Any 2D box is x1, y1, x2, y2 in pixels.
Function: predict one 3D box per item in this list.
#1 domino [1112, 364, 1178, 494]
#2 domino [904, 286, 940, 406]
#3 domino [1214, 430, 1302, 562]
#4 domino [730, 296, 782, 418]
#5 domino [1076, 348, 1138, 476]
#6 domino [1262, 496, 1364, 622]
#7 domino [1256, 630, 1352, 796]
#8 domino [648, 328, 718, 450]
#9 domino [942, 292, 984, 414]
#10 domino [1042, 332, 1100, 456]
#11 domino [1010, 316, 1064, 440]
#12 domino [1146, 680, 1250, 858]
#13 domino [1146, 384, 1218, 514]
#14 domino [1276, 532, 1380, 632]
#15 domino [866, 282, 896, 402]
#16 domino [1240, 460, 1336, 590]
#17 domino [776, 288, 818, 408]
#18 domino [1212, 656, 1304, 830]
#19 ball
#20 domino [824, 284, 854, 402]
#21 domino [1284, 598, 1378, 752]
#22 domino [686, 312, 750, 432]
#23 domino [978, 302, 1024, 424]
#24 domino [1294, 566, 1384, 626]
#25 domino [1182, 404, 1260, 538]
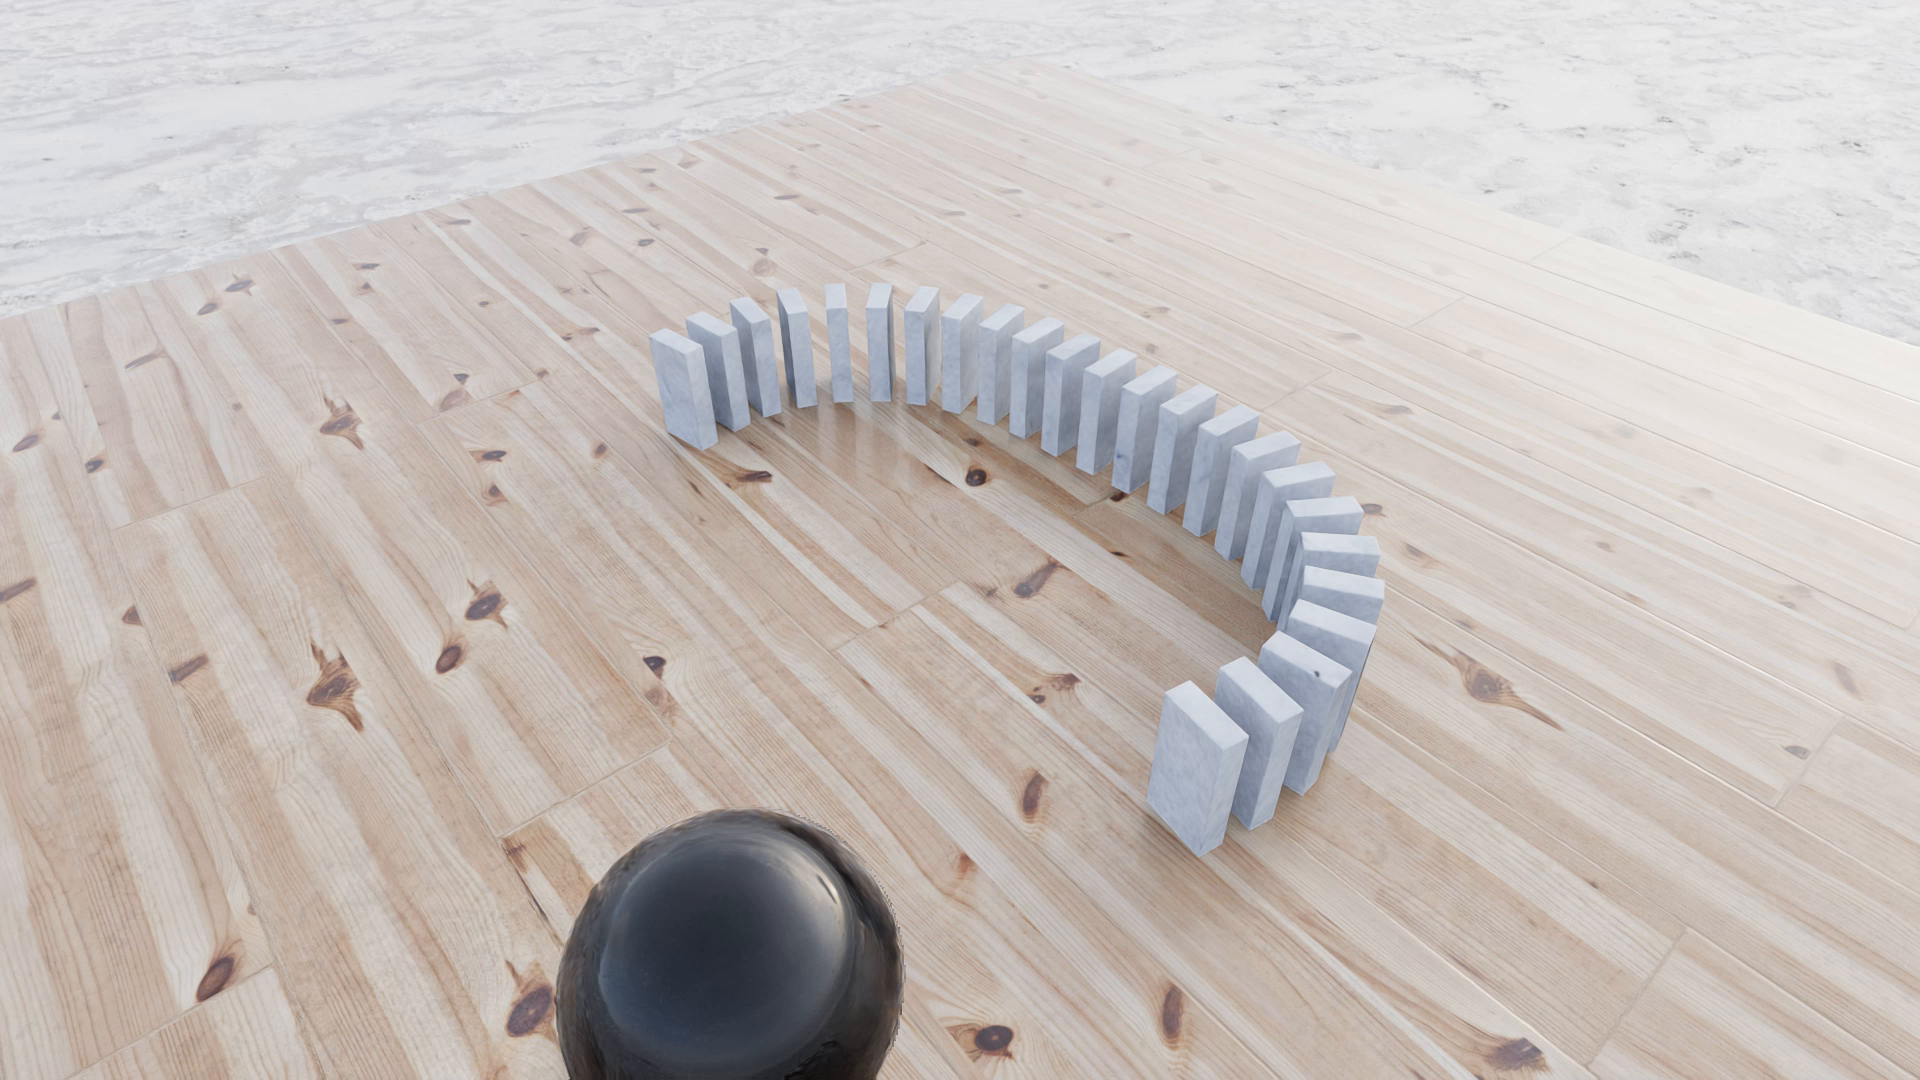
[{"bbox_3d":[0.078,-0.047,0.469,0.025,0.050,0.010,-32,49,-33],"label":"domino"},{"bbox_3d":[-0.018,-0.092,0.524,0.010,0.050,0.025,10,40,12],"label":"domino"},{"bbox_3d":[0.116,-0.017,0.432,0.025,0.050,0.010,-18,43,-20],"label":"domino"},{"bbox_3d":[-0.096,-0.086,0.516,0.010,0.050,0.025,-21,44,-24],"label":"domino"},{"bbox_3d":[0.064,-0.056,0.479,0.009,0.050,0.025,31,48,32],"label":"domino"},{"bbox_3d":[0.128,0.008,0.402,0.025,0.050,0.009,-4,40,-5],"label":"domino"},{"bbox_3d":[0.104,0.055,0.345,0.025,0.050,0.009,31,49,32],"label":"domino"},{"bbox_3d":[-0.124,-0.067,0.494,0.025,0.050,0.010,28,47,30],"label":"domino"},{"bbox_3d":[0.001,-0.088,0.519,0.010,0.050,0.025,17,42,20],"label":"domino"},{"bbox_3d":[0.049,-0.065,0.490,0.025,0.050,0.009,-32,49,-33],"label":"domino"},{"bbox_3d":[0.035,-0.074,0.501,0.009,0.050,0.025,30,48,32],"label":"domino"},{"bbox_3d":[0.070,0.069,0.328,0.010,0.050,0.025,-21,44,-24],"label":"domino"},{"bbox_3d":[0.092,-0.037,0.457,0.025,0.050,0.010,-30,48,-31],"label":"domino"},{"bbox_3d":[0.128,0.020,0.387,0.025,0.050,0.009,4,39,5],"label":"domino"},{"bbox_3d":[-0.038,-0.094,0.527,0.009,0.050,0.025,2,39,3],"label":"domino"},{"bbox_3d":[0.124,-0.005,0.418,0.025,0.050,0.009,-11,41,-13],"label":"domino"},{"bbox_3d":[-0.077,-0.091,0.523,0.009,0.050,0.025,-13,41,-15],"label":"domino"},{"bbox_3d":[0.088,0.062,0.335,0.009,0.050,0.025,-21,44,-23],"label":"domino"},{"bbox_3d":[-0.053,0.104,0.260,0.080,0.080,0.080,0,39,0],"label":"ball"},{"bbox_3d":[-0.058,-0.094,0.526,0.010,0.050,0.025,-4,40,-5],"label":"domino"},{"bbox_3d":[0.116,0.045,0.357,0.025,0.050,0.010,21,44,23],"label":"domino"},{"bbox_3d":[-0.111,-0.077,0.506,0.025,0.050,0.010,30,48,31],"label":"domino"},{"bbox_3d":[0.019,-0.081,0.511,0.009,0.050,0.025,22,44,25],"label":"domino"},{"bbox_3d":[0.124,0.033,0.371,0.025,0.050,0.010,11,41,13],"label":"domino"},{"bbox_3d":[0.105,-0.028,0.445,0.025,0.050,0.009,-27,46,-29],"label":"domino"}]
